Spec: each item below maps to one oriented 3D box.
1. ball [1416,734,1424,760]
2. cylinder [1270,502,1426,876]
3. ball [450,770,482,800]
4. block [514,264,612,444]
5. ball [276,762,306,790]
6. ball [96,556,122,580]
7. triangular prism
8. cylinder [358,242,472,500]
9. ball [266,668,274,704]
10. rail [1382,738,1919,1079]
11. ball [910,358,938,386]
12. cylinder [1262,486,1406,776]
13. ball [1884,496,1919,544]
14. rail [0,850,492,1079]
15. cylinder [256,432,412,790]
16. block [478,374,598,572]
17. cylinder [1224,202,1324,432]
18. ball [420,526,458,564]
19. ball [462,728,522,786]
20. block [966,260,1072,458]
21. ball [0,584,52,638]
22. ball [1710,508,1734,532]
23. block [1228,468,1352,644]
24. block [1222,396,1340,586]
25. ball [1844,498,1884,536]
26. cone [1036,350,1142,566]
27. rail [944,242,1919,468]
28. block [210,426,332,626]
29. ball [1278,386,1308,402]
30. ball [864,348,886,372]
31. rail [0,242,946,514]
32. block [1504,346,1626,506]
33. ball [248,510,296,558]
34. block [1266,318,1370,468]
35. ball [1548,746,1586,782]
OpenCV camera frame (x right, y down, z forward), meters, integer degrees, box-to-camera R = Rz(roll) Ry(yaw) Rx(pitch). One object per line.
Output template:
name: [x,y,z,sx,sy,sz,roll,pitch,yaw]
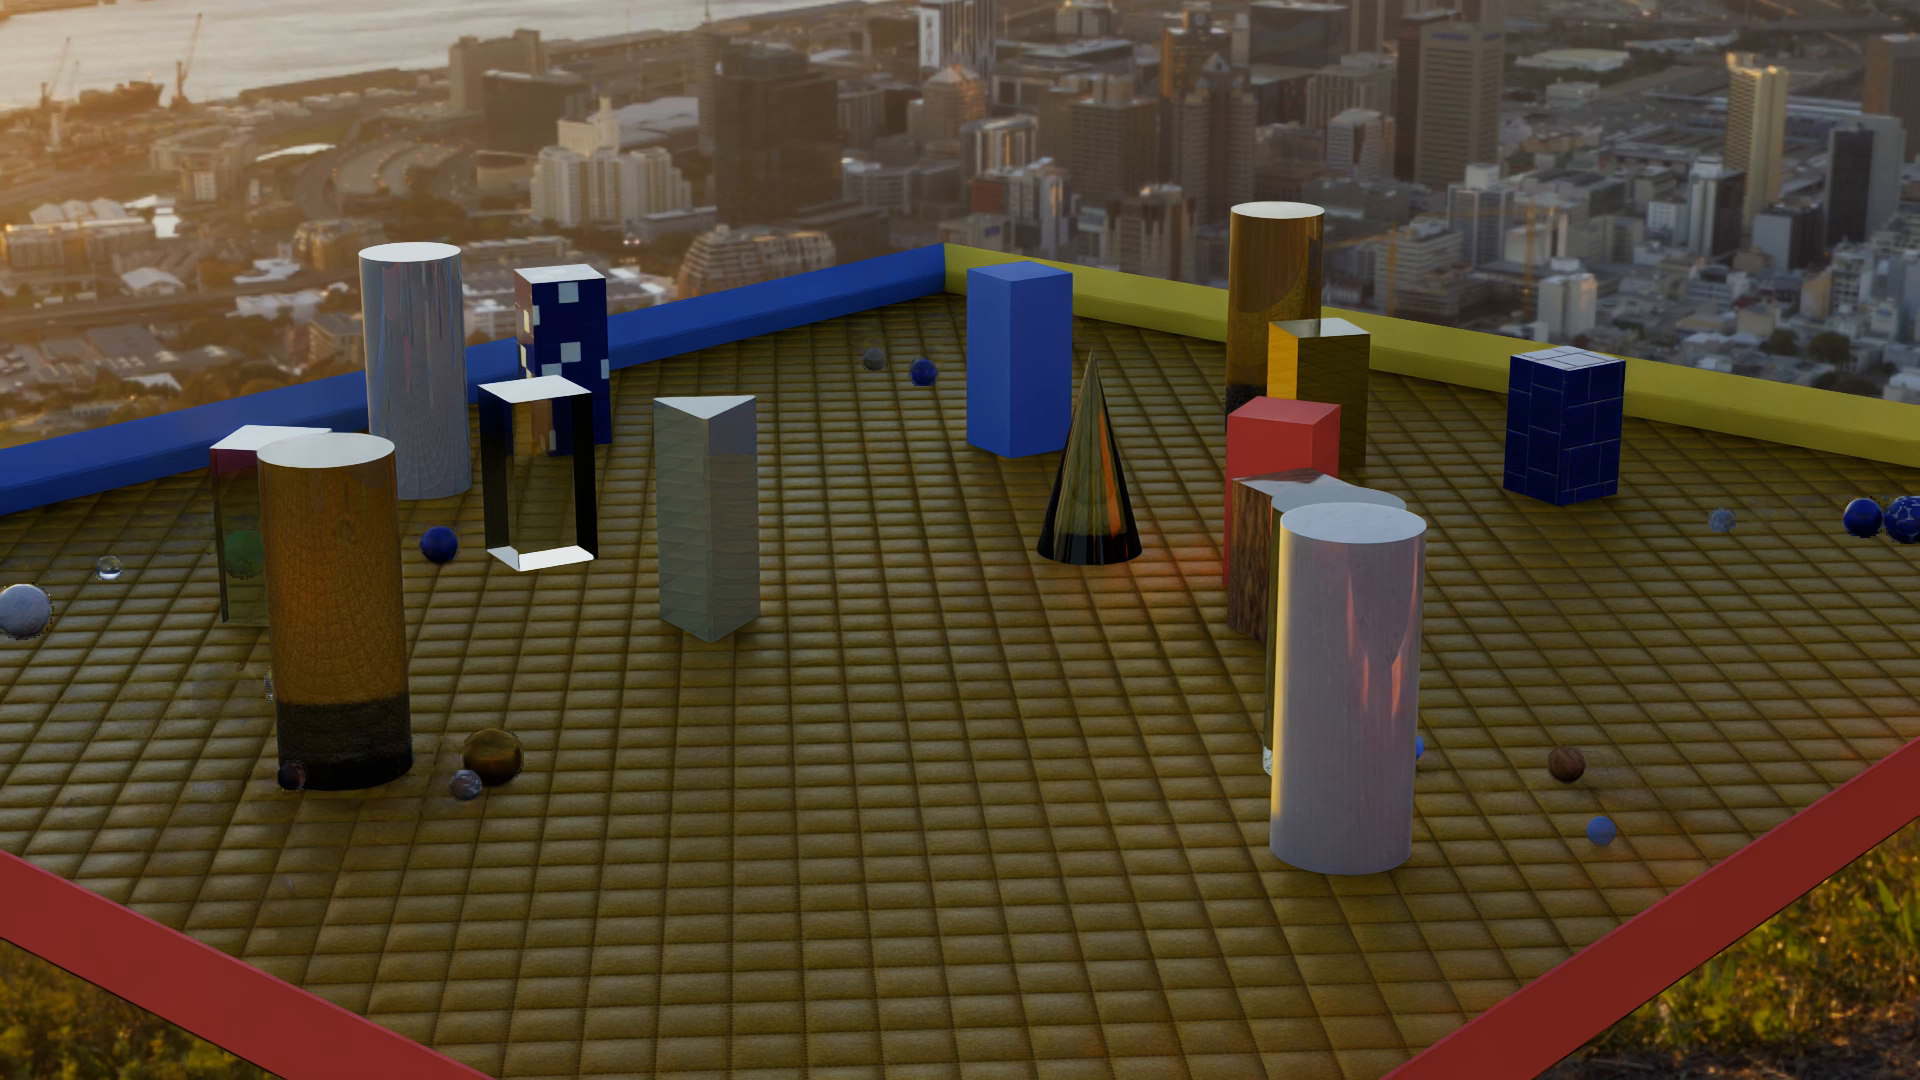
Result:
ball: [0.665,0.306,4.330,0.041,0.041,0.041,0,17,0]
cylinder: [0.524,0.200,3.975,0.194,0.467,0.194,0,17,0]
ball: [-0.709,0.351,4.204,0.046,0.046,0.046,0,17,0]
block: [-0.827,-0.382,6.106,0.155,0.351,0.155,-7,18,-21]
ball: [-0.964,0.341,4.230,0.042,0.042,0.042,0,17,0]
ball: [-1.511,0.049,5.208,0.044,0.044,0.044,0,17,0]
triangular prism: [-0.403,-0.045,4.931,0.146,0.384,0.168,-12,20,-34]
cylinder: [-1.063,-0.331,5.731,0.194,0.470,0.194,0,17,0]
ball: [-1.025,0.222,4.543,0.097,0.097,0.097,0,17,0]
rail: [1.268,0.350,4.066,0.045,0.126,3.795,14,22,39]
ball: [-0.081,-0.376,6.588,0.061,0.061,0.061,0,17,0]
cylinder: [0.545,0.141,4.278,0.194,0.405,0.194,0,17,0]
ball: [1.754,-0.038,5.418,0.090,0.090,0.090,0,17,0]
rail: [-1.228,0.440,3.766,3.406,0.126,0.045,14,22,39]
cylinder: [-0.907,0.103,4.265,0.194,0.485,0.194,0,17,0]
block: [-0.765,-0.123,5.315,0.155,0.311,0.155,-10,19,-29]
cylinder: [0.657,-0.456,6.137,0.194,0.475,0.194,0,17,0]
ball: [-0.941,0.008,5.302,0.069,0.069,0.069,0,17,0]
ball: [-0.679,0.315,4.255,0.084,0.084,0.084,0,17,0]
block: [0.122,-0.374,6.046,0.155,0.369,0.155,-11,20,-33]
ball: [-1.566,0.118,4.898,0.090,0.090,0.090,0,17,0]
ball: [1.427,-0.036,5.491,0.044,0.044,0.044,0,17,0]
block: [0.559,0.030,4.900,0.155,0.257,0.155,-9,19,-28]
block: [0.567,-0.079,5.170,0.155,0.310,0.155,8,18,24]
ball: [1.683,-0.043,5.464,0.072,0.072,0.072,0,17,0]
cone: [0.238,-0.166,5.333,0.194,0.384,0.194,0,17,0]
rail: [1.228,-0.377,6.475,3.406,0.126,0.045,14,22,39]
block: [-1.162,-0.024,4.991,0.155,0.309,0.155,3,17,9]
ball: [0.715,-0.296,6.310,0.069,0.069,0.069,0,17,0]
ball: [-0.196,-0.415,6.727,0.054,0.054,0.054,0,17,0]
rail: [-1.268,-0.286,6.174,0.045,0.126,3.795,14,22,39]
block: [1.180,-0.225,5.727,0.155,0.268,0.155,-11,20,-33]
ball: [-1.252,-0.012,5.337,0.086,0.086,0.086,0,17,0]
block: [0.725,-0.296,5.949,0.155,0.276,0.155,-5,17,-15]
ball: [0.884,0.327,4.272,0.052,0.052,0.052,0,17,0]
